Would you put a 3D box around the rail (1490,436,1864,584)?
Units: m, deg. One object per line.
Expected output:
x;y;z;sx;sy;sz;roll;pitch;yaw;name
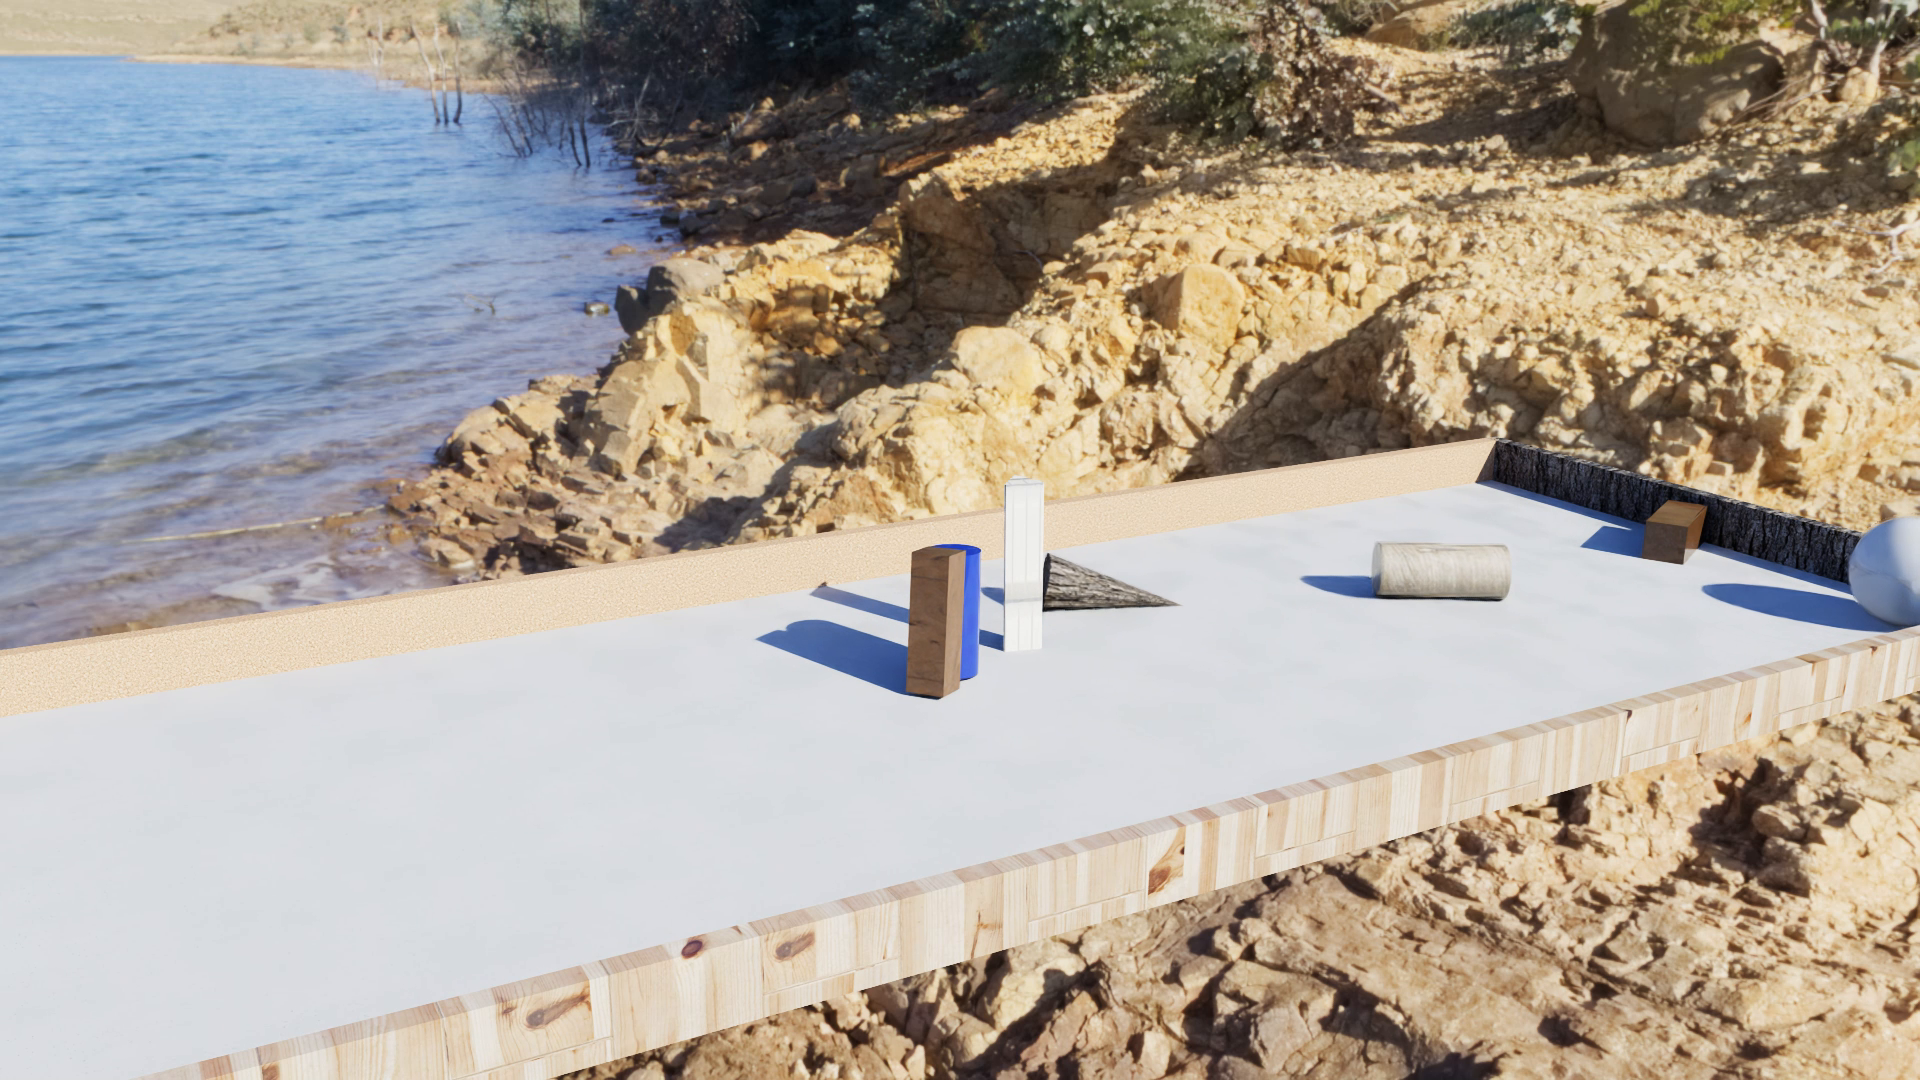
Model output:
2.466;-0.048;5.253;0.050;0.150;2.100;-9;18;-27;rail

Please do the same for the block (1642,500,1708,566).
2.267;-0.026;5.227;0.122;0.122;0.303;11;20;33;block

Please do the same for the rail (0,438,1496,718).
-3.305;0.497;3.399;12.000;0.150;0.050;-9;18;-27;rail

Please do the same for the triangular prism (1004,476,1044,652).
0.155;0.061;4.343;0.104;0.455;0.090;-4;17;-13;triangular prism

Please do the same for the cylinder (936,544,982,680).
-0.018;0.180;4.162;0.137;0.318;0.137;1;13;0;cylinder

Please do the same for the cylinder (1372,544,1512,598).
1.391;0.090;4.775;0.364;0.155;0.155;1;16;4;cylinder

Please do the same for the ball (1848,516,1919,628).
2.605;0.088;4.512;0.307;0.307;0.307;0;16;0;ball

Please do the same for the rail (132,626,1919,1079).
-2.336;1.006;1.665;12.000;0.150;0.050;-9;18;-27;rail

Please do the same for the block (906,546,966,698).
-0.059;0.199;4.042;0.100;0.349;0.100;7;11;23;block

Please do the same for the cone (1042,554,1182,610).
0.438;0.153;4.695;0.408;0.160;0.160;10;16;-6;cone
